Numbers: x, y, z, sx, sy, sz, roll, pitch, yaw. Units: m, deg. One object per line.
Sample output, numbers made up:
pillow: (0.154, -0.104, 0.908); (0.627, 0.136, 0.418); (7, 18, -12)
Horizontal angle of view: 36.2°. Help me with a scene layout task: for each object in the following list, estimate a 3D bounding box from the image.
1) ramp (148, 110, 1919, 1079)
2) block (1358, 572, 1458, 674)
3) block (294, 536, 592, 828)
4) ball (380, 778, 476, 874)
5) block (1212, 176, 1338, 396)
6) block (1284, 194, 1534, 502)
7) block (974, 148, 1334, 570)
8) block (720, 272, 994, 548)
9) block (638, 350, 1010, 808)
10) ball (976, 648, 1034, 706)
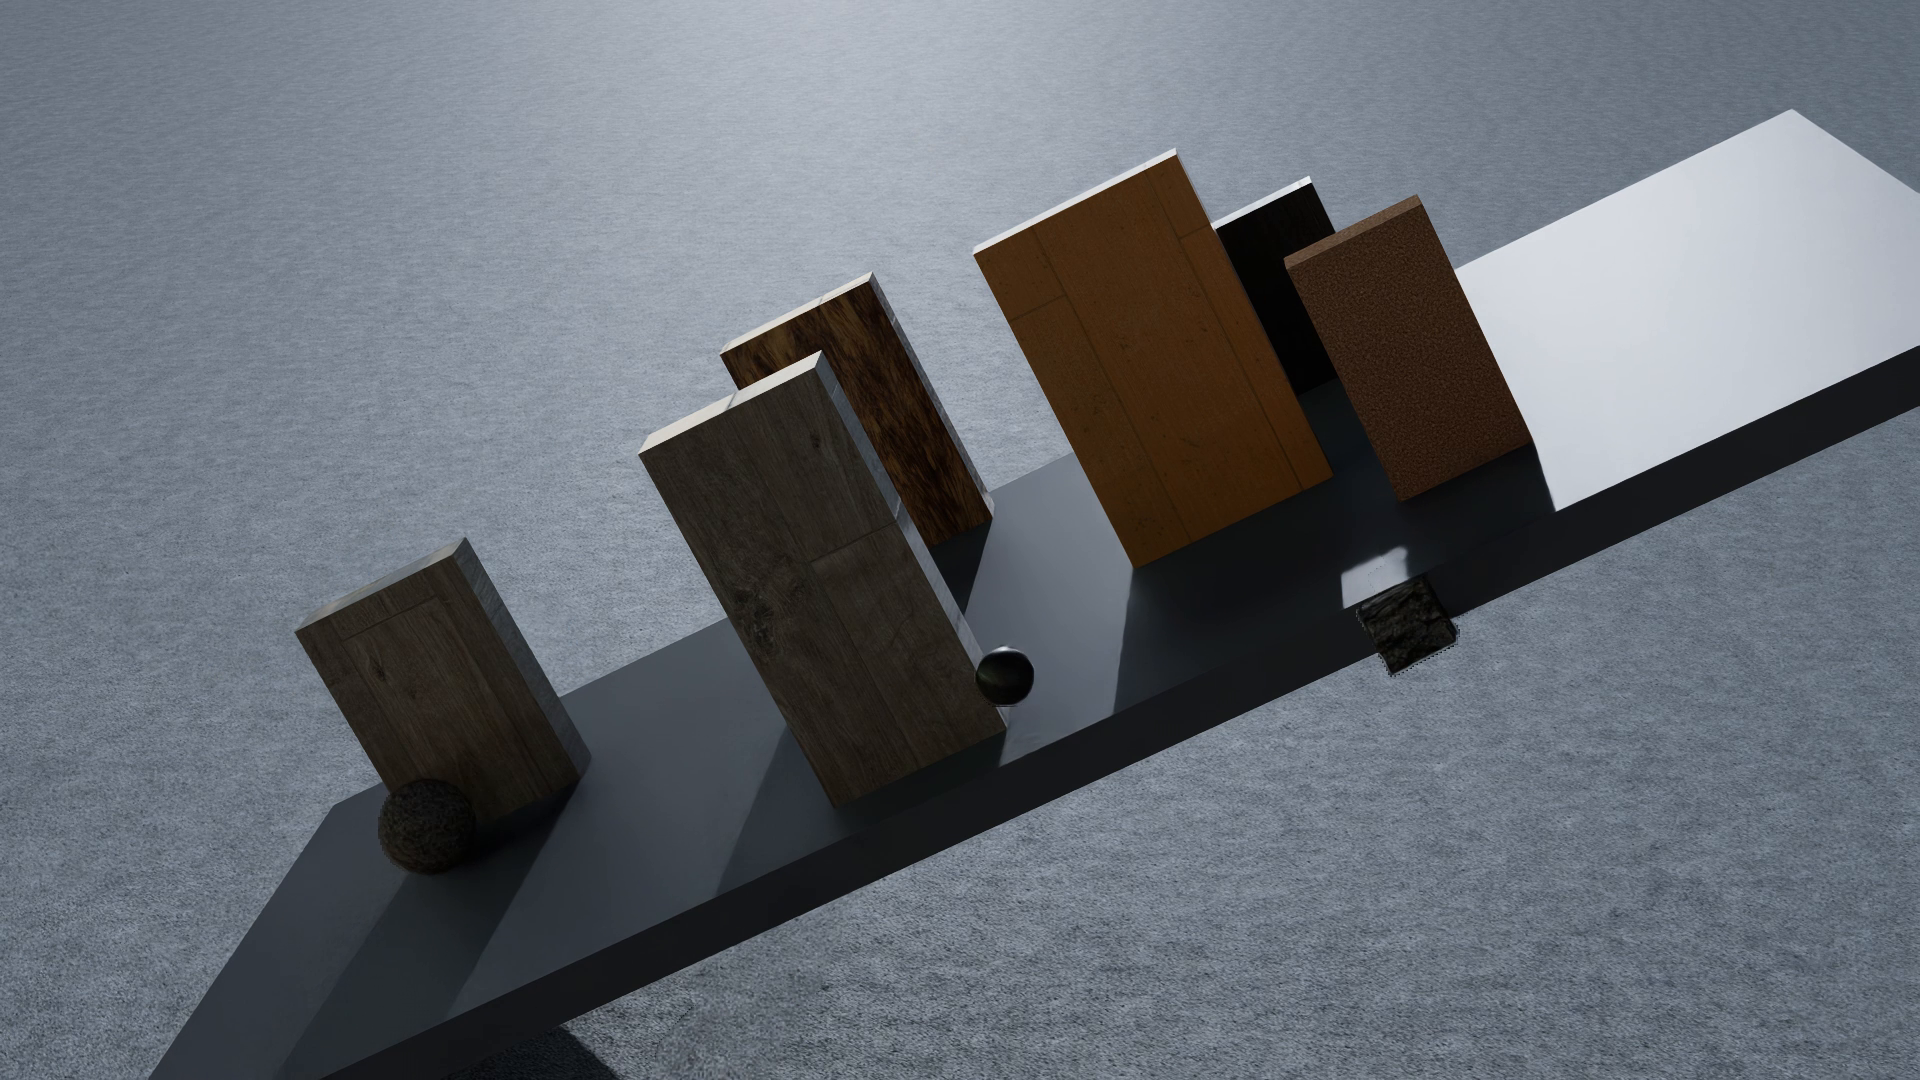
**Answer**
ramp: (0.139, 0.168, 6.281); (4.000, 0.100, 2.000); (-25, 14, 10)
block: (0.778, 0.144, 5.103); (0.121, 0.121, 0.121); (-29, -1, 13)
block: (-1.166, 0.352, 6.664); (0.411, 0.589, 0.141); (-25, 14, 10)
ball: (-1.168, 0.629, 6.462); (0.209, 0.209, 0.209); (0, 17, 0)
block: (0.696, -0.535, 6.648); (0.410, 0.429, 0.083); (-25, 14, 10)
block: (0.847, -0.361, 5.559); (0.276, 0.504, 0.105); (-25, 14, 10)
block: (0.394, -0.361, 5.949); (0.449, 0.733, 0.081); (-25, 14, 10)
block: (-0.241, -0.260, 7.004); (0.397, 0.641, 0.111); (-25, 14, 10)
block: (-0.247, 0.078, 5.496); (0.366, 0.773, 0.138); (-25, 14, 10)
ball: (0.083, 0.252, 5.423); (0.108, 0.108, 0.108); (0, 17, 0)
